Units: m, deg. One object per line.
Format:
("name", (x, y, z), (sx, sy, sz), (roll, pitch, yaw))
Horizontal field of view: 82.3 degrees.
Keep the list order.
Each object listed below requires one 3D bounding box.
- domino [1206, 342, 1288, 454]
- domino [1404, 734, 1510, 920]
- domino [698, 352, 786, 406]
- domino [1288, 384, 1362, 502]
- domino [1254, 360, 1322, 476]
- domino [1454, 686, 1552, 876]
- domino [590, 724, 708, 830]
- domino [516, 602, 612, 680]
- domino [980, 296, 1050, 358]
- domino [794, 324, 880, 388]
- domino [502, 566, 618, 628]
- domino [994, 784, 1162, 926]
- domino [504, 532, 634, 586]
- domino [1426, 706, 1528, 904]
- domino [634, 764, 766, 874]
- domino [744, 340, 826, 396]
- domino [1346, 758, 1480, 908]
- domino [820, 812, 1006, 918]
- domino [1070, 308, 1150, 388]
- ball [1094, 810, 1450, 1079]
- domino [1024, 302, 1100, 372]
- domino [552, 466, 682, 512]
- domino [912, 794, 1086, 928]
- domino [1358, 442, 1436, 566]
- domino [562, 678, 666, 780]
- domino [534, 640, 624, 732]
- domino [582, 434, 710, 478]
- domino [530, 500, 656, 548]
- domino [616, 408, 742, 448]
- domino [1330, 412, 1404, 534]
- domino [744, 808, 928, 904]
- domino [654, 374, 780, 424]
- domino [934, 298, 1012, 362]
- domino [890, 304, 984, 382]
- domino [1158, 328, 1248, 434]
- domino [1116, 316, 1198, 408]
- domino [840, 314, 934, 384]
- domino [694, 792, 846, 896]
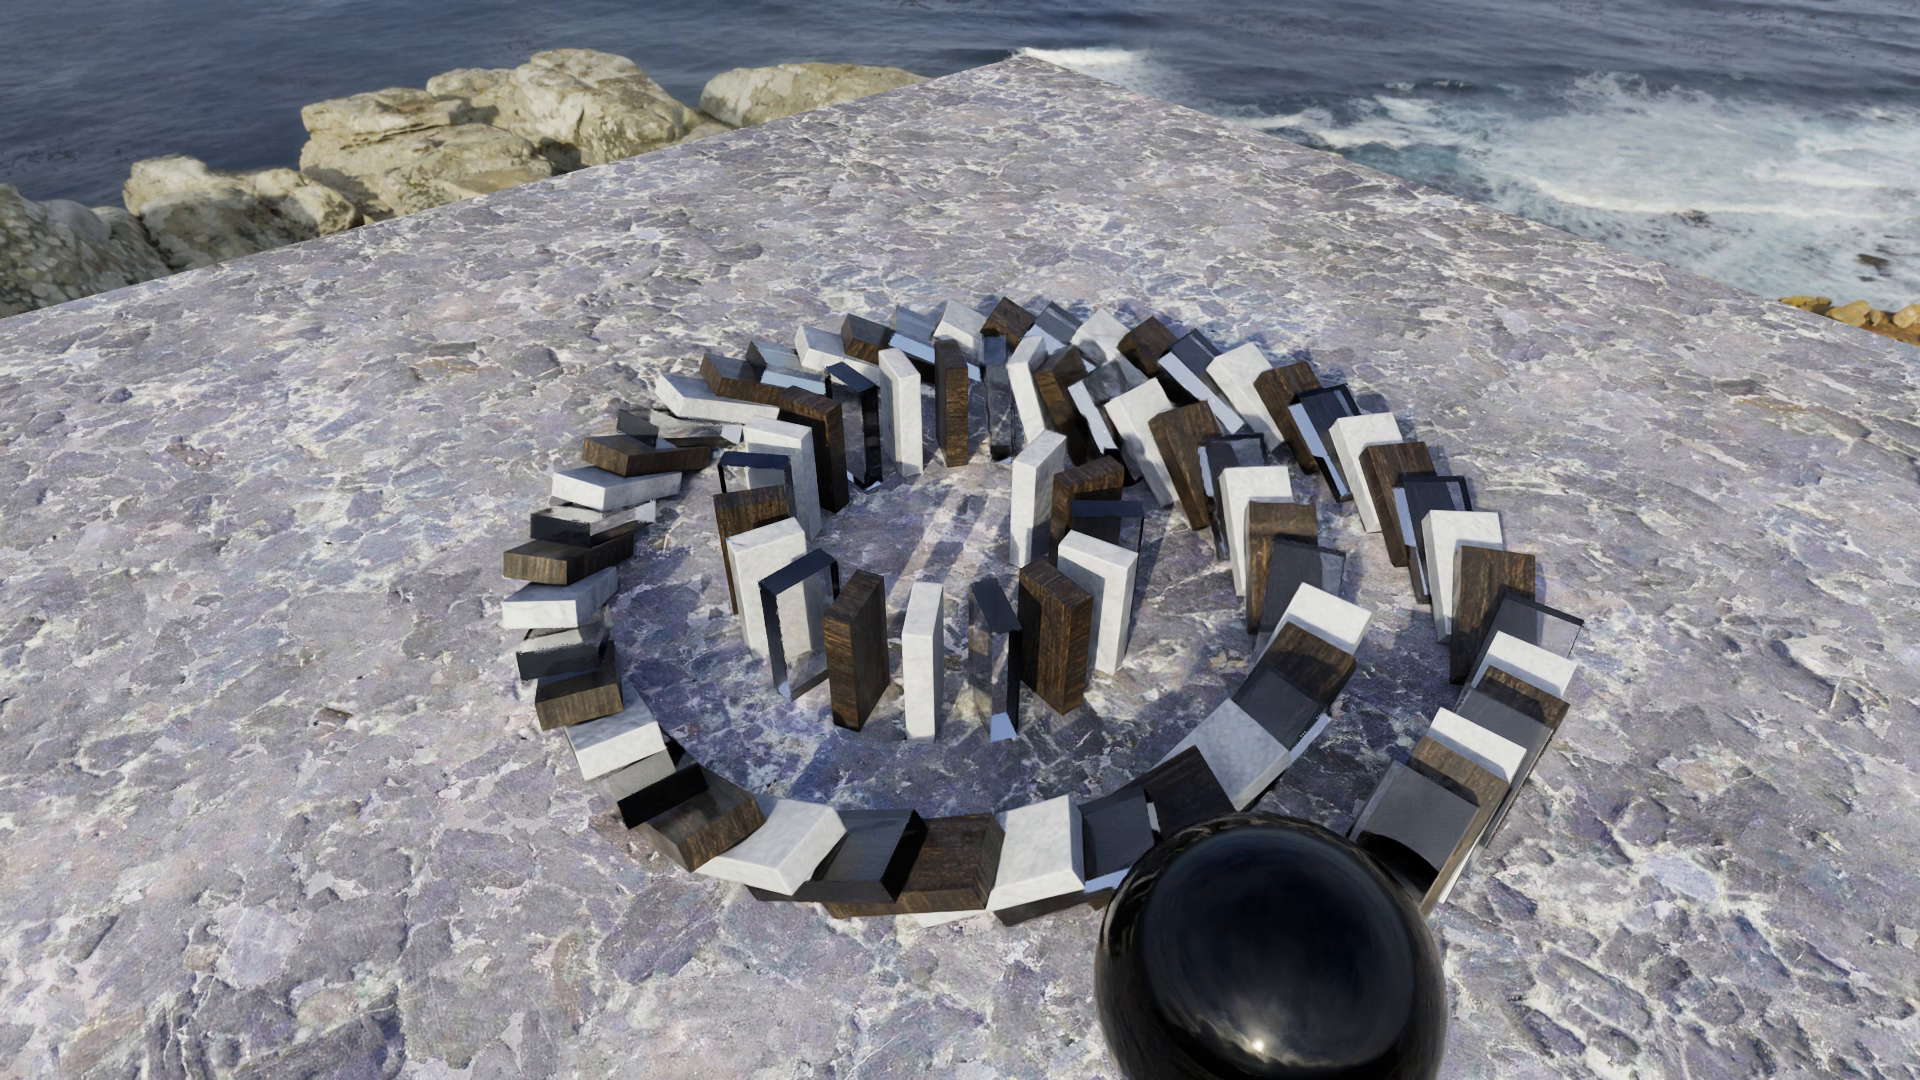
("domino", (0.139, -0.066, 0.507), (0.025, 0.009, 0.050), (-25, 72, -28))
("domino", (0.132, 0.084, 0.316), (0.025, 0.010, 0.050), (32, 92, 32))
("domino", (-0.094, -0.074, 0.517), (0.050, 0.009, 0.025), (6, 30, -37))
("domino", (0.166, -0.043, 0.479), (0.025, 0.010, 0.050), (-13, 67, -16))
("domino", (0.155, -0.055, 0.494), (0.025, 0.009, 0.050), (-16, 68, -19))
("domino", (0.153, 0.072, 0.330), (0.025, 0.010, 0.050), (30, 91, 31))
("domino", (-0.099, 0.071, 0.340), (0.025, 0.010, 0.050), (-24, 19, -26))
("domino", (-0.137, 0.035, 0.384), (0.025, 0.010, 0.050), (-9, 13, -11))
("domino", (0.037, -0.099, 0.547), (0.050, 0.010, 0.025), (33, 43, -2))
("domino", (-0.054, -0.088, 0.535), (0.050, 0.009, 0.025), (12, 33, -28))
("domino", (-0.145, 0.020, 0.401), (0.025, 0.010, 0.050), (-1, 12, -1))
("domino", (0.033, 0.091, 0.316), (0.050, 0.010, 0.025), (-22, 38, 15))
("domino", (-0.148, 0.005, 0.420), (0.025, 0.010, 0.050), (8, 14, 10))
("domino", (0.142, 0.078, 0.323), (0.025, 0.009, 0.050), (28, 90, 31))
("domino", (-0.082, 0.081, 0.328), (0.025, 0.010, 0.050), (-30, 21, -31))
("domino", (-0.075, -0.081, 0.526), (0.050, 0.010, 0.025), (7, 31, -35))
("domino", (0.121, 0.090, 0.309), (0.025, 0.009, 0.050), (31, 91, 32))
("domino", (-0.014, 0.093, 0.313), (0.050, 0.009, 0.025), (-13, 33, 27))
("domino", (0.081, -0.090, 0.536), (0.050, 0.010, 0.025), (40, 49, 5))
("ball", (0.072, 0.105, 0.260), (0.080, 0.080, 0.080), (0, 39, 0))
("domino", (0.059, -0.095, 0.543), (0.050, 0.009, 0.025), (36, 45, 1))
("domino", (-0.141, -0.023, 0.455), (0.025, 0.009, 0.050), (16, 16, 19))
("domino", (0.010, 0.092, 0.314), (0.050, 0.009, 0.025), (-20, 36, 18))
("domino", (0.182, -0.015, 0.445), (0.025, 0.010, 0.050), (-6, 66, -7))
("domino", (-0.113, 0.060, 0.354), (0.025, 0.009, 0.050), (-20, 17, -23))
("domino", (-0.127, 0.048, 0.369), (0.025, 0.010, 0.050), (-13, 15, -16))
("domino", (-0.134, -0.037, 0.472), (0.025, 0.010, 0.050), (21, 18, 24))
("domino", (-0.145, -0.009, 0.437), (0.025, 0.009, 0.050), (9, 14, 11))
("domino", (-0.124, -0.050, 0.488), (0.025, 0.010, 0.050), (25, 19, 27))
("domino", (0.176, -0.029, 0.462), (0.025, 0.009, 0.050), (-7, 66, -9))
("domino", (-0.036, 0.091, 0.316), (0.050, 0.009, 0.025), (-10, 32, 31))
("domino", (-0.111, -0.064, 0.504), (0.050, 0.010, 0.025), (1, 30, -43))
("domino", (0.013, -0.100, 0.548), (0.050, 0.010, 0.025), (26, 39, -10))
("domino", (-0.010, -0.098, 0.546), (0.050, 0.010, 0.025), (19, 35, -18))
("domino", (0.120, -0.075, 0.519), (0.050, 0.010, 0.025), (47, 54, 11))
("domino", (0.102, -0.083, 0.529), (0.050, 0.010, 0.025), (45, 53, 9))
("domino", (-0.033, -0.094, 0.541), (0.050, 0.010, 0.025), (15, 34, -23))
("domino", (-0.059, 0.087, 0.320), (0.050, 0.009, 0.025), (-4, 30, 41))
